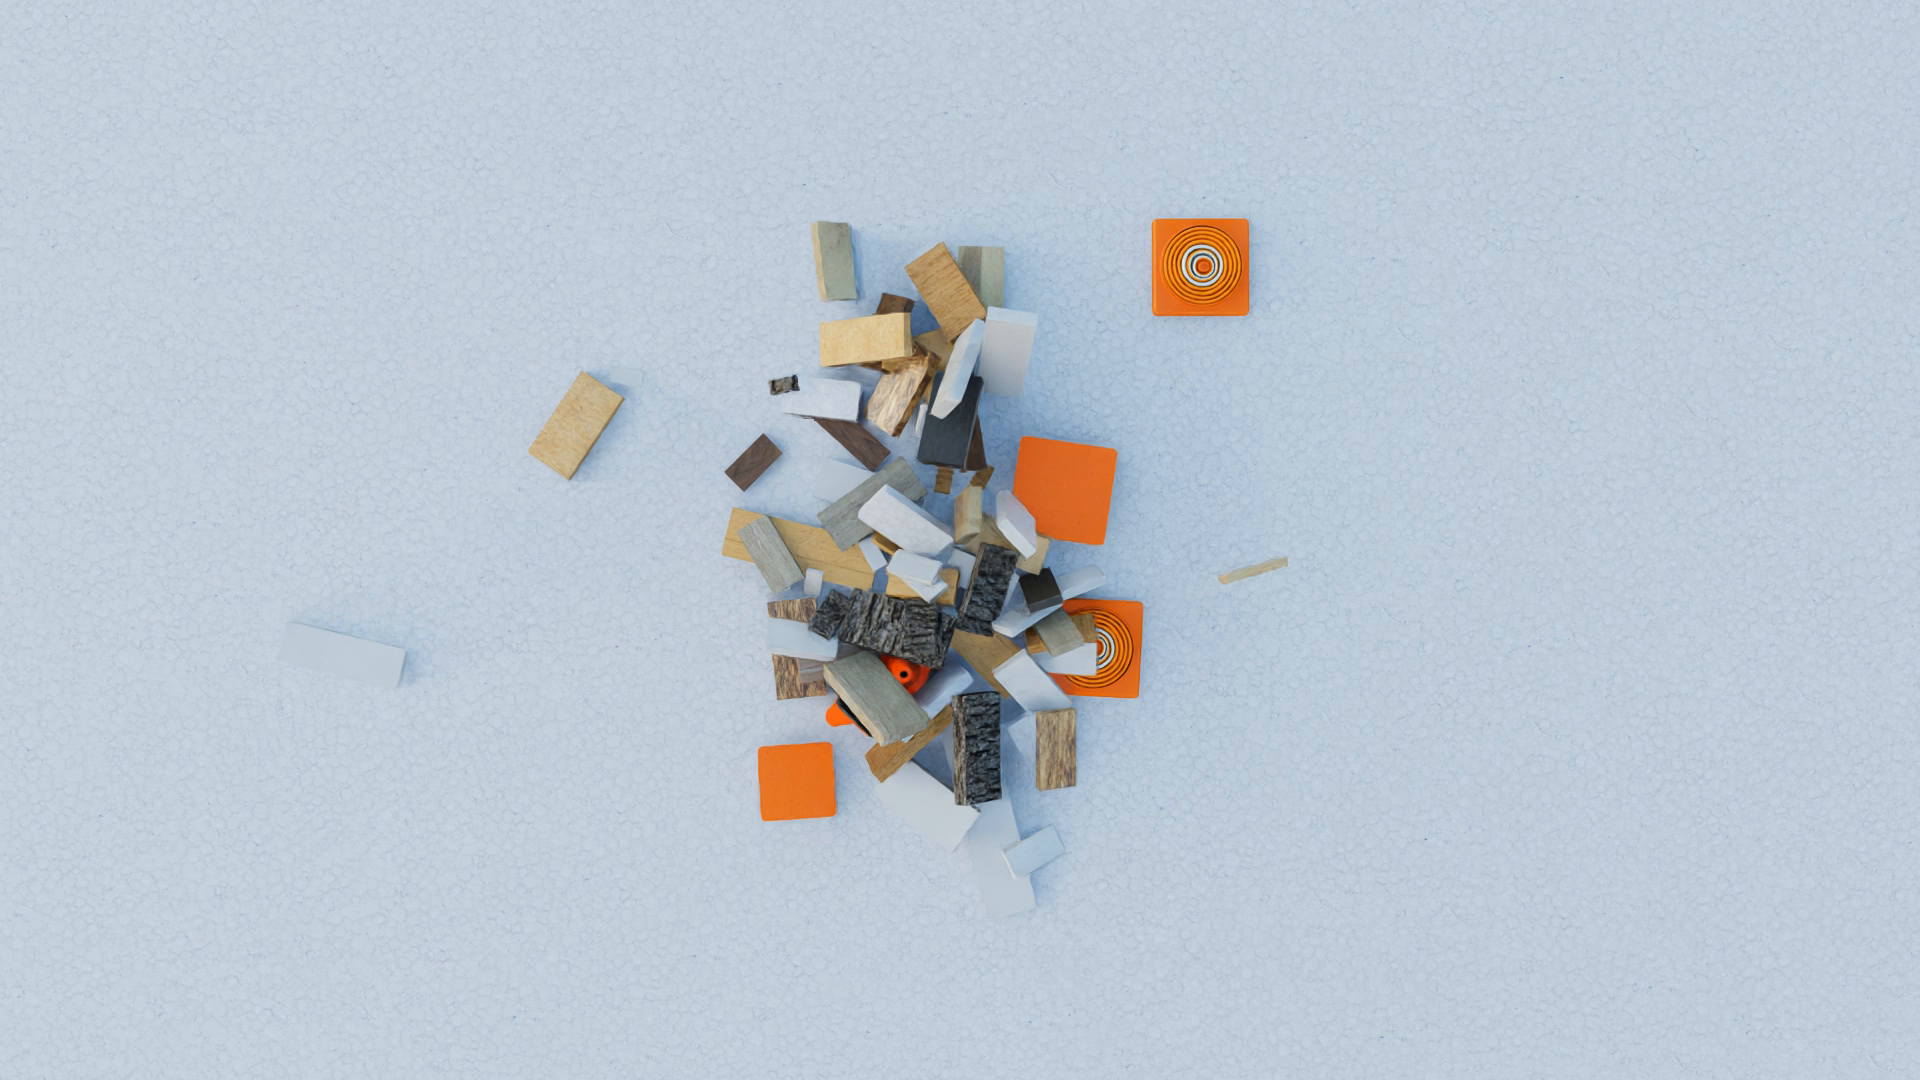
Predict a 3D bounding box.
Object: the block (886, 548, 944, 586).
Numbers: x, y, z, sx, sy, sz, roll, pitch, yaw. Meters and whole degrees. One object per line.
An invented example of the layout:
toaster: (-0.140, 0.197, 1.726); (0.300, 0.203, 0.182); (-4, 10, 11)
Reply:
block: (-0.147, 0.090, 5.398); (0.166, 0.023, 0.083); (17, 60, 21)

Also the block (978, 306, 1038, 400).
block: (0.145, -0.590, 5.254); (0.153, 0.509, 0.043); (9, 69, 0)

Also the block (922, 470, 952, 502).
block: (-0.074, -0.182, 5.493); (0.051, 0.014, 0.102); (-41, 90, 0)

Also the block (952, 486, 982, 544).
block: (0.022, -0.077, 5.311); (0.042, 0.299, 0.149); (2, 82, -9)

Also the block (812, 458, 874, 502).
block: (-0.344, -0.171, 5.481); (0.264, 0.037, 0.132); (18, 90, 0)

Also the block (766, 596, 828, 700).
block: (-0.541, 0.360, 5.477); (0.163, 0.046, 0.326); (-6, 90, 0)

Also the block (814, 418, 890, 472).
block: (-0.361, -0.349, 5.487); (0.271, 0.026, 0.092); (42, 90, 0)

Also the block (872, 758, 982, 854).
block: (-0.111, 0.863, 5.446); (0.333, 0.047, 0.167); (36, 96, 8)

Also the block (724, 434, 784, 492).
block: (-0.686, -0.257, 5.487); (0.184, 0.026, 0.092); (-45, 90, 0)

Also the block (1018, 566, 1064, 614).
block: (0.262, 0.162, 5.390); (0.113, 0.225, 0.032); (-18, 113, 0)

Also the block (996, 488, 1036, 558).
block: (0.180, -0.057, 5.289); (0.041, 0.288, 0.144); (-40, 106, 15)

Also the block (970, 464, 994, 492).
block: (0.071, -0.206, 5.493); (0.051, 0.014, 0.102); (27, 90, 0)

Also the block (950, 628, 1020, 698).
block: (0.097, 0.369, 5.479); (0.302, 0.043, 0.151); (44, 90, 0)

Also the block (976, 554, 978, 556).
block: (0.078, 0.098, 5.492); (0.054, 0.015, 0.107); (-40, 90, 0)

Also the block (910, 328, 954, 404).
block: (-0.057, -0.543, 5.422); (0.153, 0.043, 0.306); (-16, 72, 0)

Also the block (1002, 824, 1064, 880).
block: (0.242, 1.032, 5.449); (0.195, 0.028, 0.098); (-26, 91, -22)

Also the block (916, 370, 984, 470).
block: (-0.031, -0.386, 5.299); (0.153, 0.043, 0.306); (9, 75, 10)

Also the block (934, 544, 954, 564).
block: (-0.078, 0.014, 5.490); (0.071, 0.020, 0.142); (-36, 90, 0)

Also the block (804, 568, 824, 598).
block: (-0.485, 0.141, 5.458); (0.054, 0.015, 0.108); (14, 132, 0)

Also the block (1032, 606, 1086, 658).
block: (0.311, 0.291, 5.354); (0.113, 0.227, 0.032); (-22, 122, -7)

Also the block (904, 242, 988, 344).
block: (-0.042, -0.813, 5.432); (0.152, 0.043, 0.303); (-33, 76, 8)

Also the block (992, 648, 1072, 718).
block: (0.238, 0.485, 5.416); (0.130, 0.037, 0.260); (-37, 116, 10)

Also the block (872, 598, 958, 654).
block: (-0.163, 0.254, 5.454); (0.302, 0.043, 0.151); (-18, 76, 2)

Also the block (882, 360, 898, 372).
block: (-0.223, -0.602, 5.391); (0.014, 0.048, 0.095); (20, 95, 45)

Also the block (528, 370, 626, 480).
block: (-1.274, -0.380, 5.477); (0.163, 0.046, 0.326); (34, 90, 0)

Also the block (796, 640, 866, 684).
block: (-0.421, 0.397, 5.447); (0.233, 0.033, 0.117); (-7, 90, -19)

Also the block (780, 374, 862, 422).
block: (-0.458, -0.469, 5.458); (0.255, 0.036, 0.127); (7, 86, 5)

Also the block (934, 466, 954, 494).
block: (-0.052, -0.206, 5.480); (0.051, 0.014, 0.102); (11, 79, -8)

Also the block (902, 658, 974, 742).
block: (-0.099, 0.524, 5.408); (0.302, 0.151, 0.043); (-42, 111, -4)

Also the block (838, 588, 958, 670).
block: (-0.204, 0.290, 5.403); (0.353, 0.050, 0.176); (16, 79, 10)

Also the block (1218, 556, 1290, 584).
block: (0.959, 0.099, 5.398); (0.211, 0.106, 0.030); (-16, 89, -6)

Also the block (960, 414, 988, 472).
block: (0.033, -0.318, 5.456); (0.089, 0.025, 0.178); (-9, 90, 9)

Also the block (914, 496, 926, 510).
block: (-0.158, -0.100, 5.479); (0.071, 0.020, 0.142); (11, 88, 14)

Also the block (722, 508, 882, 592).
block: (-0.524, 0.031, 5.477); (0.509, 0.046, 0.163); (14, 90, 0)
